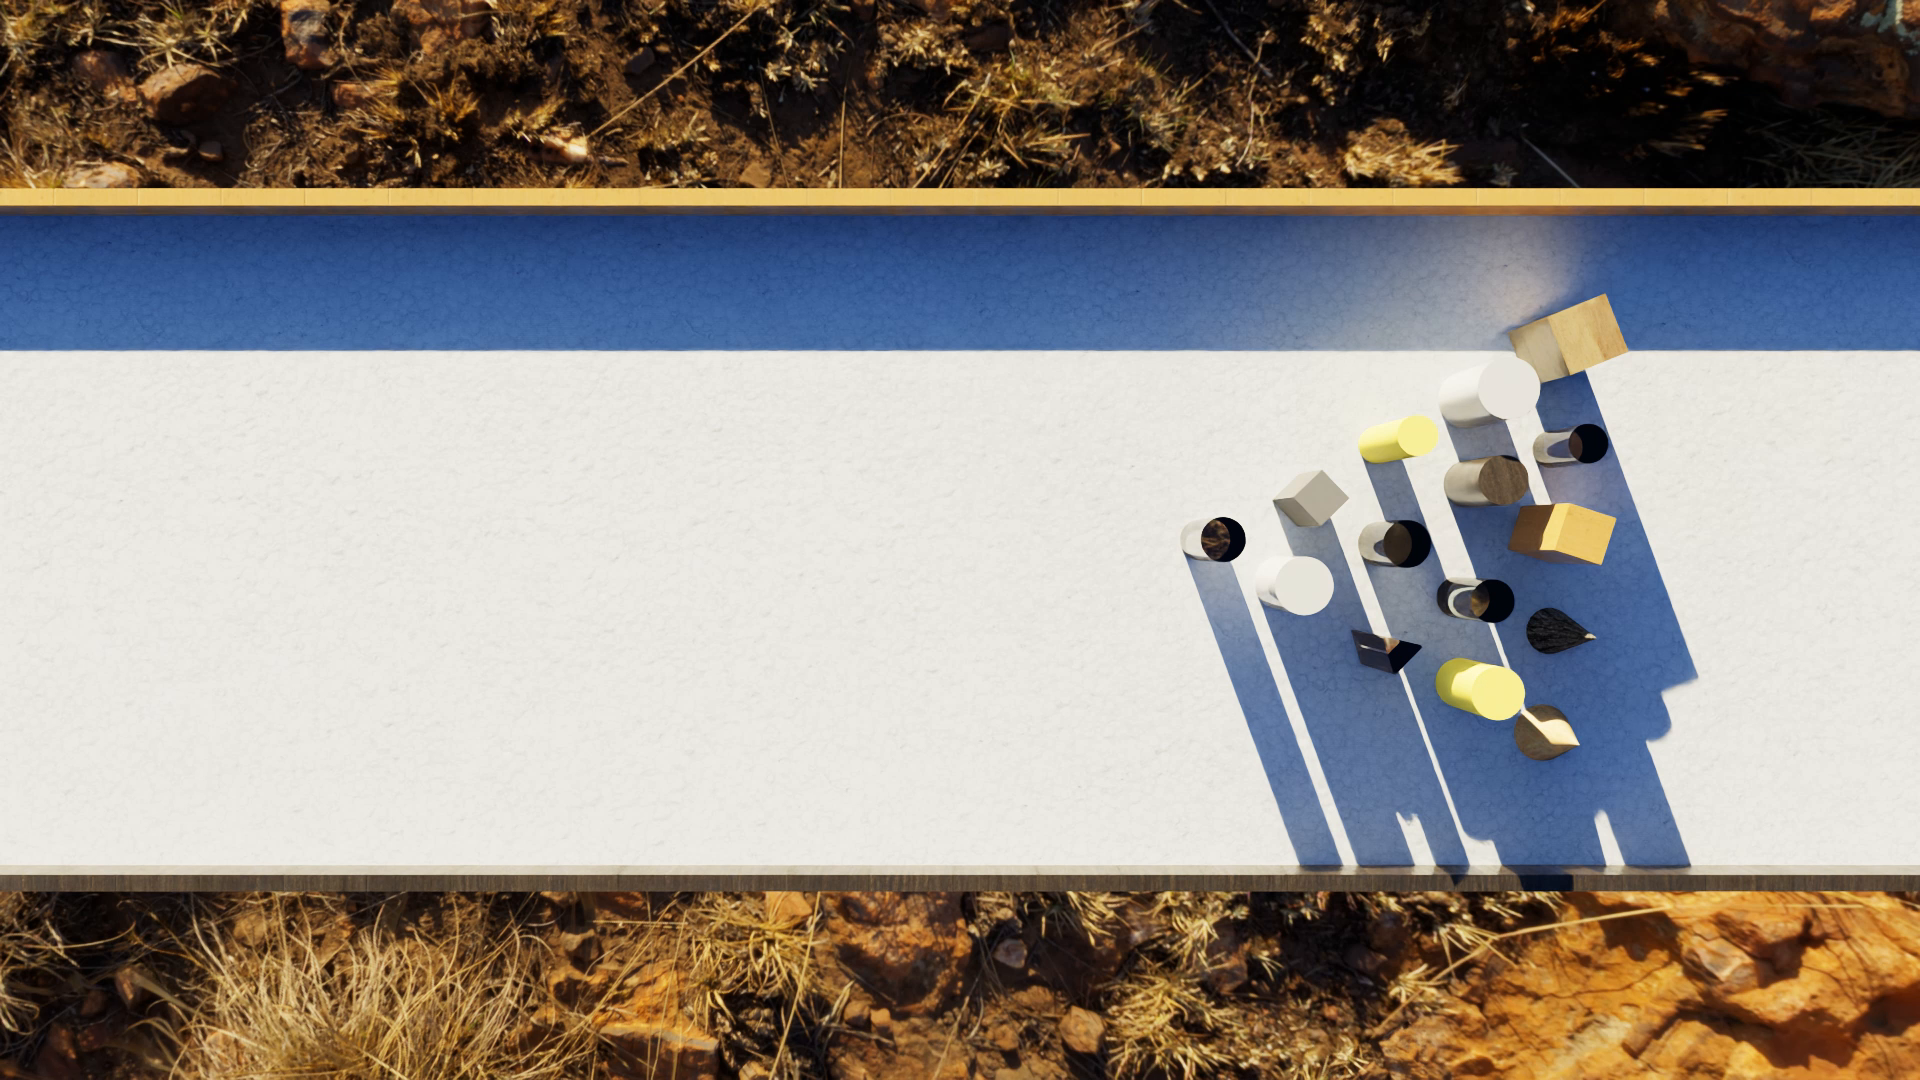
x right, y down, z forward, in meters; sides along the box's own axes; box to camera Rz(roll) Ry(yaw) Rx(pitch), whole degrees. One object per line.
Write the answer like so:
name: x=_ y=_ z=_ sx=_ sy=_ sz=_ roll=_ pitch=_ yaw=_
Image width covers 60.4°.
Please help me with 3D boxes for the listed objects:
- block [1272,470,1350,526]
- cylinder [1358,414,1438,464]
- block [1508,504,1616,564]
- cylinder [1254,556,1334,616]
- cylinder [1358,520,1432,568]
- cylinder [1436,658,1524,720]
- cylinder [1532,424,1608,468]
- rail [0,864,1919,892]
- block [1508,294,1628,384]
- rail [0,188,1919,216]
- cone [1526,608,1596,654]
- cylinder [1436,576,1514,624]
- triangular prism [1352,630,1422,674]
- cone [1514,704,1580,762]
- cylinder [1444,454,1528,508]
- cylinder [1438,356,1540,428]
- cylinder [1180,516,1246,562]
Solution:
block: x=1.041 y=-0.122 z=4.914 sx=0.115 sy=0.326 sz=0.115 roll=-44 pitch=90 yaw=0
cylinder: x=1.284 y=-0.293 z=4.850 sx=0.116 sy=0.453 sz=0.116 roll=0 pitch=90 yaw=0
block: x=1.772 y=-0.017 z=4.874 sx=0.139 sy=0.405 sz=0.139 roll=18 pitch=90 yaw=0
cylinder: x=0.991 y=0.132 z=4.911 sx=0.169 sy=0.331 sz=0.169 roll=0 pitch=90 yaw=0
cylinder: x=1.294 y=0.011 z=4.925 sx=0.139 sy=0.303 sz=0.139 roll=0 pitch=90 yaw=0
cylinder: x=1.539 y=0.439 z=4.897 sx=0.153 sy=0.359 sz=0.153 roll=0 pitch=90 yaw=0
cylinder: x=1.820 y=-0.279 z=4.926 sx=0.116 sy=0.301 sz=0.116 roll=0 pitch=90 yaw=0
rail: x=-2.247 y=1.025 z=5.001 sx=12.000 sy=0.150 sz=0.050 roll=0 pitch=90 yaw=0
block: x=1.802 y=-0.590 z=4.904 sx=0.180 sy=0.345 sz=0.180 roll=-22 pitch=90 yaw=0
rail: x=-2.247 y=-1.025 z=5.002 sx=12.000 sy=0.150 sz=0.050 roll=0 pitch=90 yaw=0
cone: x=1.815 y=0.280 z=4.886 sx=0.142 sy=0.381 sz=0.142 roll=0 pitch=90 yaw=0
cylinder: x=1.530 y=0.176 z=4.906 sx=0.127 sy=0.341 sz=0.127 roll=0 pitch=90 yaw=0
triangular prism: x=1.241 y=0.310 z=4.886 sx=0.097 sy=0.382 sz=0.112 roll=43 pitch=90 yaw=0
cone: x=1.793 y=0.593 z=4.925 sx=0.174 sy=0.304 sz=0.174 roll=0 pitch=90 yaw=0
cylinder: x=1.560 y=-0.172 z=4.903 sx=0.145 sy=0.346 sz=0.145 roll=0 pitch=90 yaw=0
cylinder: x=1.560 y=-0.432 z=4.882 sx=0.178 sy=0.389 sz=0.178 roll=0 pitch=90 yaw=0
cylinder: x=0.741 y=-0.001 z=4.859 sx=0.129 sy=0.435 sz=0.129 roll=0 pitch=90 yaw=0
